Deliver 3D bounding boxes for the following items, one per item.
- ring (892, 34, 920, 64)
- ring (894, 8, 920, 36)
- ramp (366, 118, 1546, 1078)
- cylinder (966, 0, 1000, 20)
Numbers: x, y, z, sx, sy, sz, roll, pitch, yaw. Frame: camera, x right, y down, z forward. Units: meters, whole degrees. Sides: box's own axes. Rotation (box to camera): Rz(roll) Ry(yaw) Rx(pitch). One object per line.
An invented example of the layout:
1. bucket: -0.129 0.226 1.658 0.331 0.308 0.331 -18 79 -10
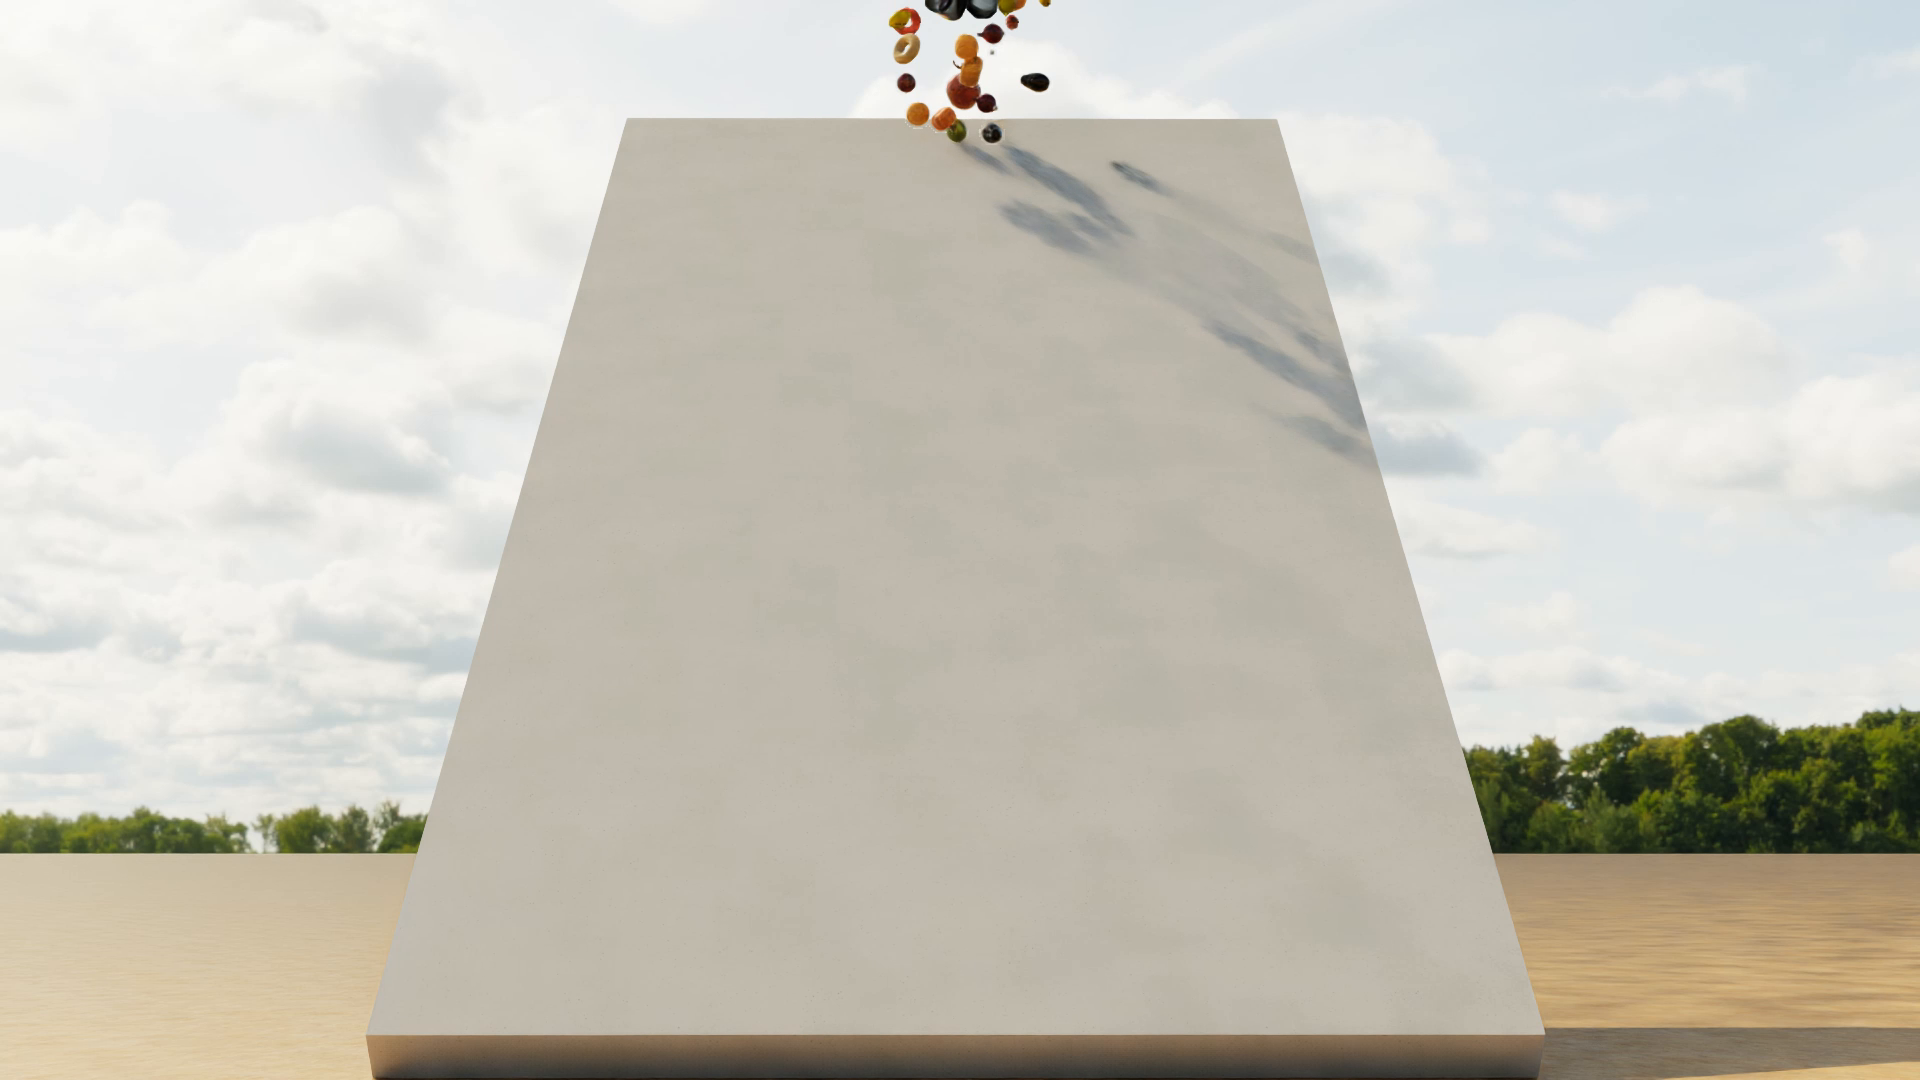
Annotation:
1. ring: -0.153 -1.404 7.004 0.095 0.095 0.032 -6 -22 40
2. ring: -0.158 -1.541 7.283 0.083 0.083 0.028 2 8 -12
3. ramp: -0.015 -0.187 5.869 2.000 0.100 4.000 0 32 0
4. cylinder: 0.073 -1.589 7.174 0.094 0.094 0.094 8 -49 10
